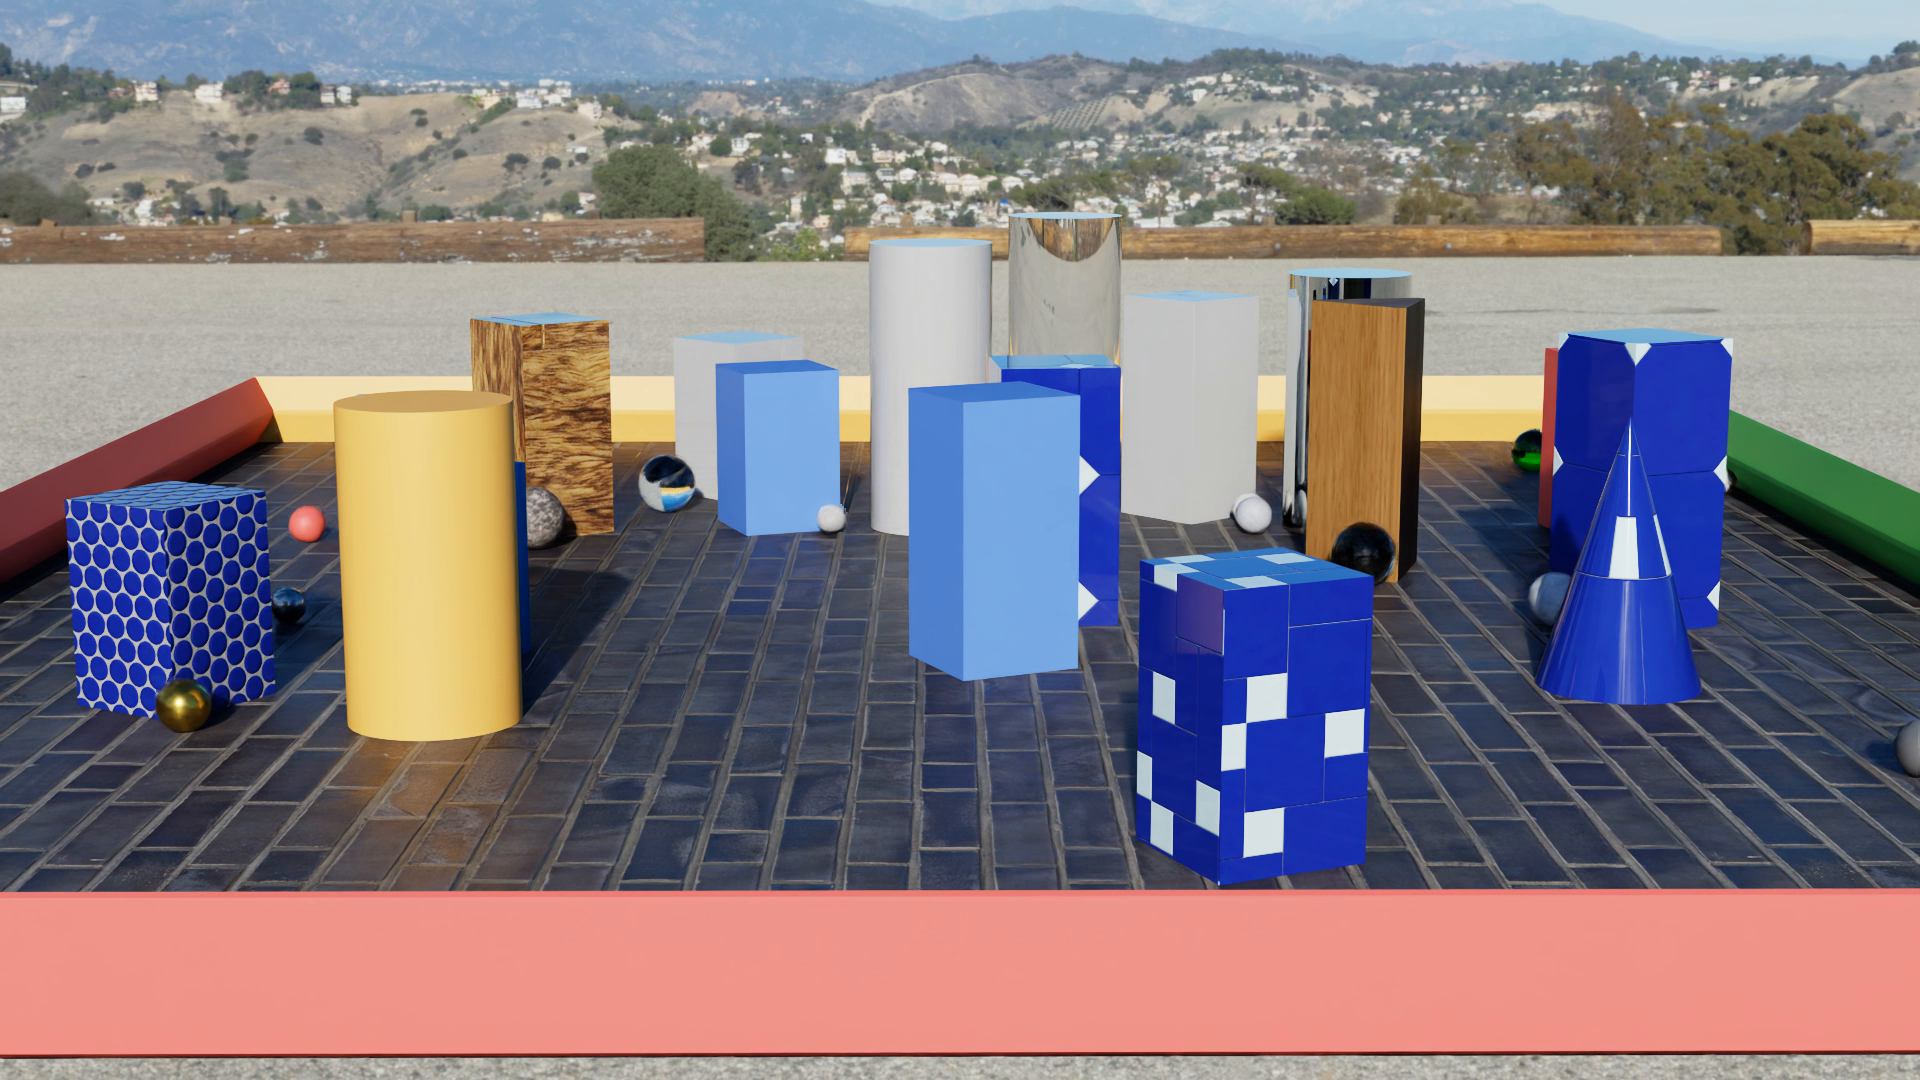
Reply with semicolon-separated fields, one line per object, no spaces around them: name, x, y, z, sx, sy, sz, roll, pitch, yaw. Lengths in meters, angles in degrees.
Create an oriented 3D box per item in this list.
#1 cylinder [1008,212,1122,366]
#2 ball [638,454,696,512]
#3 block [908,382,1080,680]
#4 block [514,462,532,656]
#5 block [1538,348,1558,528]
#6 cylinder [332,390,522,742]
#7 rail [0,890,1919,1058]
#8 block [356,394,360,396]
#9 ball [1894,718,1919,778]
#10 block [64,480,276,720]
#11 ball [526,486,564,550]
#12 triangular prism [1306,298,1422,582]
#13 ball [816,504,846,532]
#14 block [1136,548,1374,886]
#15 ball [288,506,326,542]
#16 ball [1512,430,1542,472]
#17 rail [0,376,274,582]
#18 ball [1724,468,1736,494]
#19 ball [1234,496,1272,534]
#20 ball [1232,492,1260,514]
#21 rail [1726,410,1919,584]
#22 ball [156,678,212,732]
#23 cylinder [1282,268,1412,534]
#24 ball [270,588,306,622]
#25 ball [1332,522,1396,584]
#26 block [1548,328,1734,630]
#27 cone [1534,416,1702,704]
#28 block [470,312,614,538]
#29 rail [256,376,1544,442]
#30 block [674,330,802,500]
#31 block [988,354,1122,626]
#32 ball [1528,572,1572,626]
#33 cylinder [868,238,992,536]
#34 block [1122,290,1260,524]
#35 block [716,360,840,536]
cylinder;0.179;-0.322;4.416;0.194;0.472;0.194;0;11;0
ball;-0.483;-0.093;4.220;0.094;0.094;0.094;0;11;0
block;0.040;-0.015;3.138;0.155;0.335;0.155;-5;12;-25
block;-0.640;0.029;3.160;0.155;0.240;0.155;4;11;22
block;1.016;-0.154;4.030;0.155;0.282;0.155;-2;11;-8
cylinder;-0.591;0.024;2.858;0.194;0.360;0.194;0;11;0
rail;0.009;0.317;1.918;2.724;0.126;0.045;0;11;0
block;-0.784;-0.069;3.639;0.155;0.259;0.155;0;11;-3
ball;0.997;0.215;2.650;0.061;0.061;0.061;0;11;0
block;-0.909;0.067;2.958;0.155;0.240;0.155;6;12;29
ball;-0.649;-0.034;3.893;0.097;0.097;0.097;0;11;0
triangular prism;0.618;-0.152;3.724;0.146;0.390;0.168;-9;14;-40
ball;-0.203;-0.034;4.032;0.046;0.046;0.046;0;11;0
block;0.271;0.159;2.381;0.155;0.270;0.155;-5;12;-24
ball;-1.006;-0.024;3.954;0.056;0.056;0.056;0;11;0
ball;1.035;-0.161;4.634;0.076;0.076;0.076;0;11;0
rail;-1.338;0.034;3.441;0.045;0.126;3.162;0;11;0
ball;1.312;-0.101;4.405;0.043;0.043;0.043;0;11;0
ball;0.461;-0.039;4.022;0.059;0.059;0.059;0;11;0
ball;0.462;-0.050;4.099;0.053;0.053;0.053;0;11;0
rail;1.338;0.031;3.457;0.045;0.126;3.162;0;11;0
ball;-0.857;0.182;2.832;0.060;0.060;0.060;0;11;0
cylinder;0.609;-0.219;4.047;0.194;0.404;0.194;0;11;0
ball;-0.886;0.086;3.384;0.047;0.047;0.047;0;11;0
ball;0.570;0.019;3.623;0.091;0.091;0.091;0;11;0
block;0.891;-0.080;3.370;0.155;0.378;0.155;-5;12;-24
cone;0.782;0.013;3.020;0.194;0.323;0.194;0;11;0
block;-0.656;-0.180;4.029;0.155;0.334;0.155;-9;14;-40
rail;-0.009;-0.252;4.980;2.724;0.126;0.045;0;11;0
block;-0.378;-0.214;4.392;0.155;0.268;0.155;10;14;43
block;0.123;-0.068;3.408;0.155;0.340;0.155;-1;11;-5
ball;0.781;0.077;3.365;0.072;0.072;0.072;0;11;0
cylinder;-0.046;-0.245;4.060;0.194;0.450;0.194;0;11;0
block;0.375;-0.220;4.183;0.155;0.356;0.155;-9;14;-41
block;-0.290;-0.150;4.085;0.155;0.254;0.155;-4;11;-21
